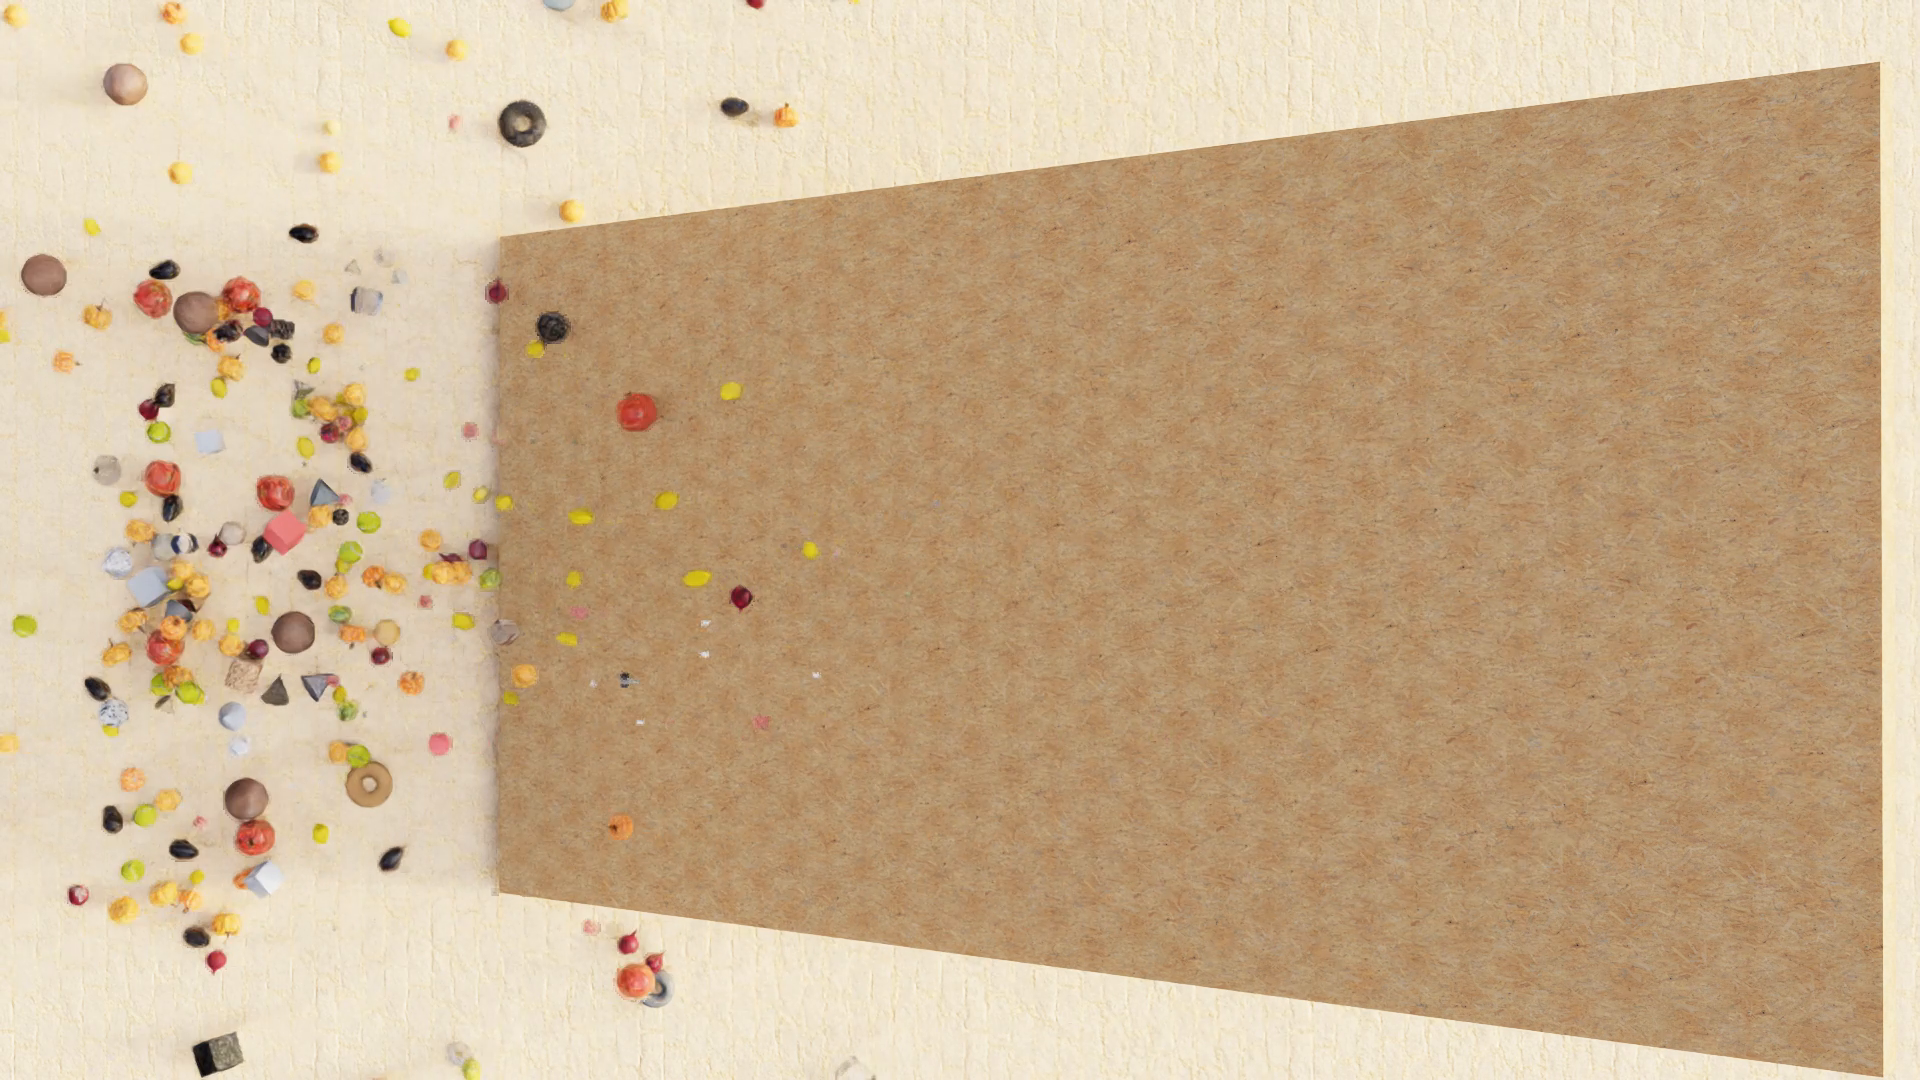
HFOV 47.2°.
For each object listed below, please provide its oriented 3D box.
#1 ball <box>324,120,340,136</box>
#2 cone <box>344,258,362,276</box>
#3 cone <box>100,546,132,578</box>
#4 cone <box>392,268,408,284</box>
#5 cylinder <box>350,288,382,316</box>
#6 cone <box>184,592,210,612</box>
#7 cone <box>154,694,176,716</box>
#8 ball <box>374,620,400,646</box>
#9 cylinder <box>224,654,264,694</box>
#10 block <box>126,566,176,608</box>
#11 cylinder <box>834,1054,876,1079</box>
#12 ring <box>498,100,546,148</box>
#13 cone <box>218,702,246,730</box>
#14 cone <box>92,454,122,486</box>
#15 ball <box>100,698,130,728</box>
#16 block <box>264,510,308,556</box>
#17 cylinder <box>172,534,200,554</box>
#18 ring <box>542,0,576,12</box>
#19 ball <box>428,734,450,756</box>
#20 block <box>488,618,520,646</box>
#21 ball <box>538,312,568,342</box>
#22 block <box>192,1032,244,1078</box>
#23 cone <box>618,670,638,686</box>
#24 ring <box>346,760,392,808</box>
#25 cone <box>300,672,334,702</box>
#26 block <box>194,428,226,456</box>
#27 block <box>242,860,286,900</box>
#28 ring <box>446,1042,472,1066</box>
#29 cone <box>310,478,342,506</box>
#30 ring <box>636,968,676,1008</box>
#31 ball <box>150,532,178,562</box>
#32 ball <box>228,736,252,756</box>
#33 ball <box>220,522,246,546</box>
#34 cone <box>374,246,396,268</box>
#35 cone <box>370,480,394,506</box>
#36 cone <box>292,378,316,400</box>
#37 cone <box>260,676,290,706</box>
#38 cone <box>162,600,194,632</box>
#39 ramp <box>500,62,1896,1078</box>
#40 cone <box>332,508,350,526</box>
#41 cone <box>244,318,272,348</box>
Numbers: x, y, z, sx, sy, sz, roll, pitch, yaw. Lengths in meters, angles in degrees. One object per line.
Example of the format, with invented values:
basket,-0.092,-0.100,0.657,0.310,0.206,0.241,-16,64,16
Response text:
ball,-1.932,-1.270,6.768,0.051,0.051,0.051,0,90,0
cone,-1.861,-0.831,6.775,0.052,0.052,0.052,-45,110,0
cone,-2.601,0.077,6.724,0.096,0.096,0.096,2,101,12
cone,-1.737,-0.803,6.778,0.053,0.053,0.053,-21,90,26
cylinder,-1.822,-0.731,6.751,0.077,0.077,0.077,10,90,0
cone,-2.336,0.179,6.766,0.069,0.069,0.069,-32,90,-26
cone,-2.435,0.518,6.767,0.060,0.060,0.060,-35,116,0
ball,-1.757,0.283,6.741,0.081,0.081,0.081,0,90,0
cylinder,-2.192,0.410,6.732,0.089,0.089,0.089,22,95,0
block,-2.476,0.143,6.738,0.090,0.090,0.090,-34,90,0
cylinder,-0.319,1.636,6.703,0.092,0.092,0.092,-43,103,0
ring,-1.346,-1.281,6.768,0.147,0.049,0.147,0,85,1
cone,-2.243,0.543,6.736,0.089,0.089,0.089,0,90,0
cone,-2.635,-0.214,6.733,0.096,0.096,0.096,0,92,5
ball,-2.590,0.529,6.736,0.088,0.088,0.088,0,90,0
block,-2.064,-0.023,6.725,0.085,0.085,0.085,44,54,0
cylinder,-2.362,0.013,6.706,0.060,0.060,0.060,0,91,9
ring,-1.236,-1.686,6.778,0.114,0.038,0.114,0,89,1
ball,-1.596,0.626,6.746,0.067,0.067,0.067,0,90,0
block,-1.376,0.279,6.645,0.057,0.057,0.057,-45,65,27
ball,-1.204,-0.632,6.505,0.090,0.090,0.090,0,90,0
block,-2.256,1.565,6.690,0.097,0.097,0.097,-27,78,38
cone,-0.949,0.407,6.351,0.050,0.050,0.050,22,90,27
ring,-1.814,0.751,6.753,0.146,0.049,0.146,0,91,5
cone,-1.960,0.432,6.760,0.092,0.092,0.092,-35,90,-27
block,-2.303,-0.300,6.753,0.066,0.066,0.066,-14,90,0
block,-2.117,1.034,6.696,0.075,0.075,0.075,-24,110,40
ring,-1.537,1.579,6.753,0.080,0.027,0.080,1,103,3
cone,-1.940,-0.134,6.765,0.088,0.088,0.088,21,90,-27
ring,-0.935,1.377,6.754,0.122,0.041,0.122,0,88,1
ball,-2.435,0.022,6.739,0.090,0.090,0.090,0,90,0
ball,-2.105,0.602,6.430,0.063,0.063,0.063,0,90,0
ball,-2.231,-0.019,6.745,0.078,0.078,0.078,0,90,0
cone,-1.777,-0.875,6.755,0.071,0.071,0.071,0,90,0
cone,-1.792,-0.159,6.767,0.078,0.078,0.078,-31,63,0
cone,-2.014,-0.464,6.772,0.067,0.067,0.067,-3,90,-27
cone,-2.098,0.452,6.761,0.086,0.086,0.086,2,63,0
cone,-2.391,0.248,6.667,0.093,0.093,0.093,29,56,0
ramp,0.235,0.066,5.555,4.000,0.100,2.000,0,89,36
cone,-1.911,-0.071,6.758,0.053,0.053,0.053,0,90,0
cone,-2.144,-0.652,6.769,0.083,0.083,0.083,28,63,0
